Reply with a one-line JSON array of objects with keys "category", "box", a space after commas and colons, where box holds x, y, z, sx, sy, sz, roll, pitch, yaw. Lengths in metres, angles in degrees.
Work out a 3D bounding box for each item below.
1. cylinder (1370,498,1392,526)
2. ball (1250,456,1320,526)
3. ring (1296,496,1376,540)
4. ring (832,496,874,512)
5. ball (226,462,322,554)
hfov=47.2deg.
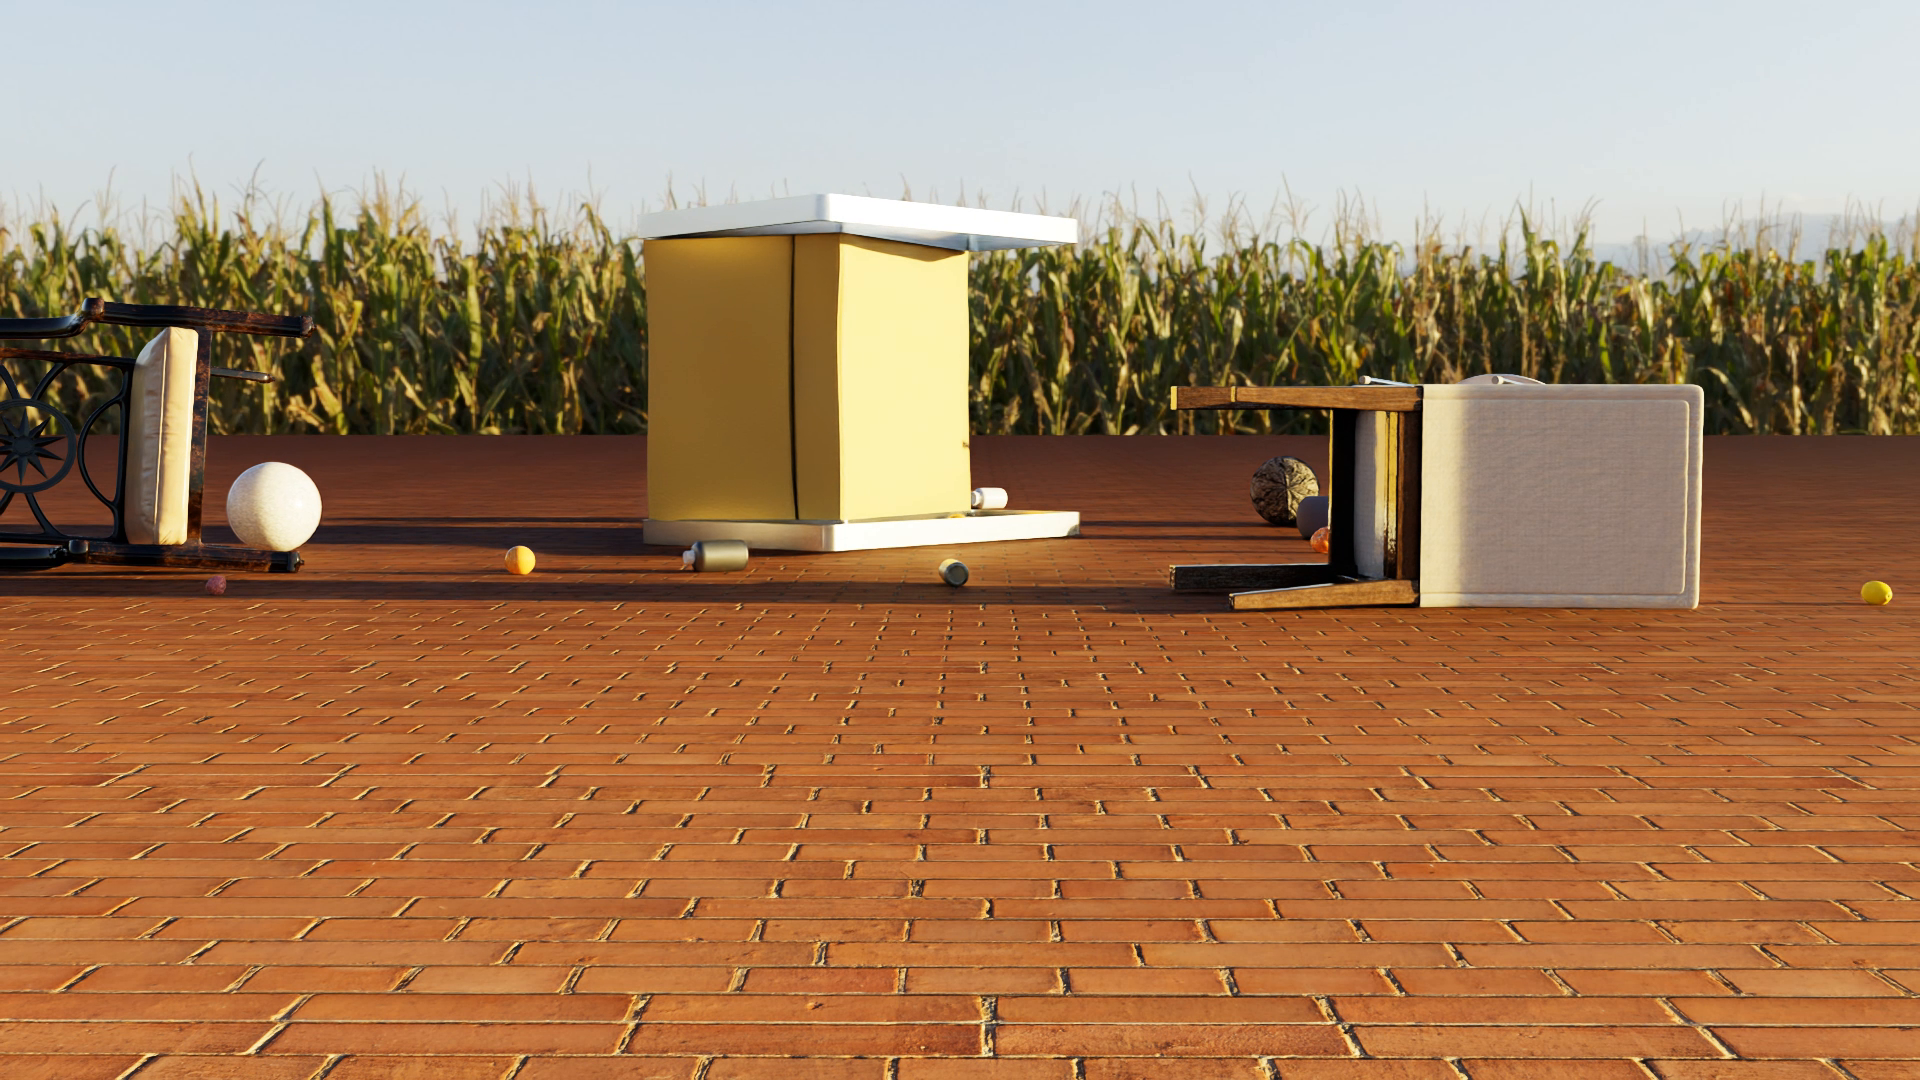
[{"category": "cylinder", "box": [1.349, -0.090, 7.202, 0.112, 0.100, 0.064, -4, 39, -42]}, {"category": "ball", "box": [1.067, -0.162, 7.225, 0.230, 0.230, 0.230, 0, 4, 0]}, {"category": "ring", "box": [1.130, -0.068, 6.613, 0.261, 0.129, 0.192, -1, 2, -31]}, {"category": "ring", "box": [-0.394, -0.132, 8.060, 0.180, 0.057, 0.062, -2, 2, -35]}, {"category": "ball", "box": [-1.876, -0.089, 6.017, 0.249, 0.249, 0.249, 0, 4, 0]}]
